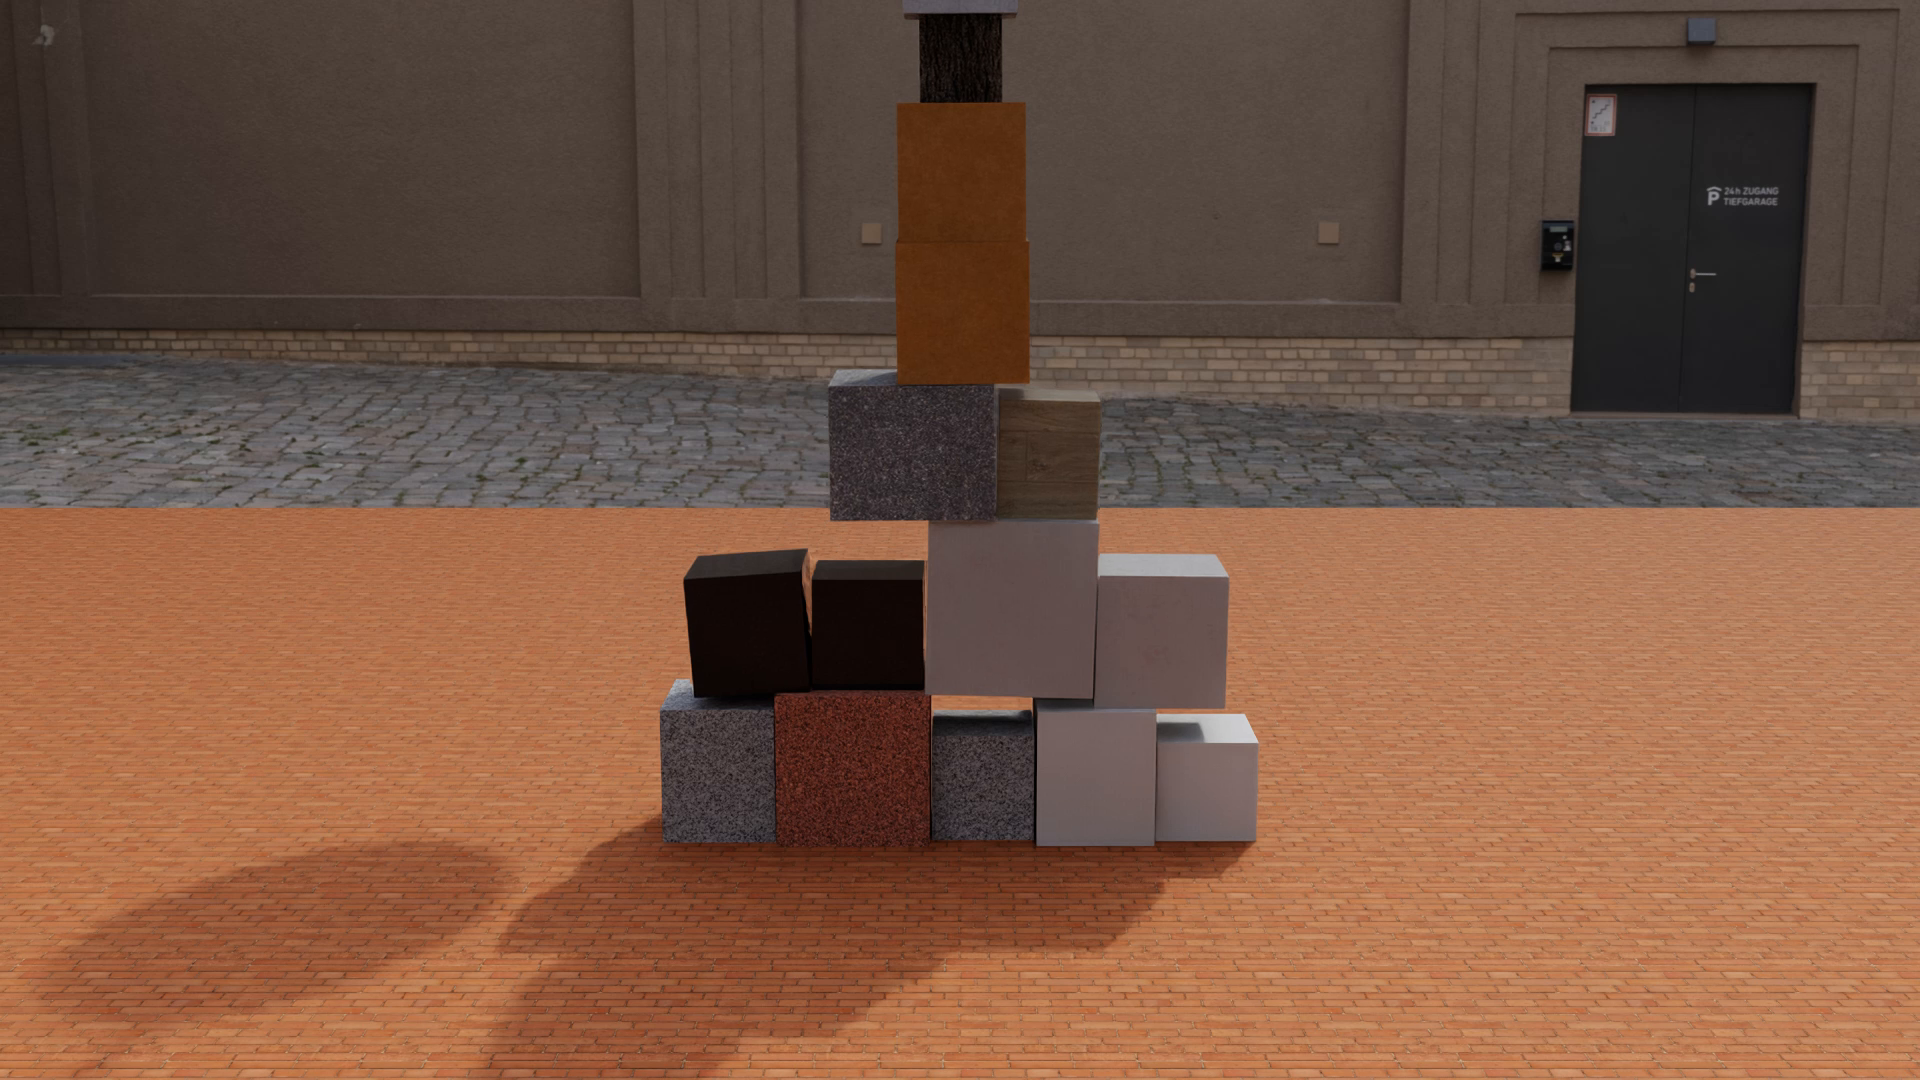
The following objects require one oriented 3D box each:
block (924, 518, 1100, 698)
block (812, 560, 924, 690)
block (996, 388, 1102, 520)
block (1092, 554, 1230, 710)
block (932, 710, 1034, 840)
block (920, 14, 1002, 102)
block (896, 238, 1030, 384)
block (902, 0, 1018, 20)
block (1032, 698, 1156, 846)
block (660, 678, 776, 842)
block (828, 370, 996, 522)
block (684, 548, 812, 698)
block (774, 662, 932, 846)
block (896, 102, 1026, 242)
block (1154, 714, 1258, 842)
[{"bbox_3d":[0.255,0.281,11.247,0.839,0.887,0.727,1,10,0],"label":"block"},{"bbox_3d":[-0.463,0.430,11.262,0.555,0.568,0.513,0,10,0],"label":"block"},{"bbox_3d":[0.438,-0.439,11.100,0.496,0.590,0.491,1,10,0],"label":"block"},{"bbox_3d":[1.006,0.460,11.270,0.658,0.678,0.600,1,10,0],"label":"block"},{"bbox_3d":[0.117,1.210,11.383,0.518,0.548,0.517,0,10,0],"label":"block"},{"bbox_3d":[0.004,-2.345,10.745,0.395,0.416,0.378,0,10,0],"label":"block"},{"bbox_3d":[0.014,-1.156,10.969,0.645,0.687,0.668,0,10,0],"label":"block"},{"bbox_3d":[0.000,-2.791,10.655,0.544,0.494,0.575,0,10,0],"label":"block"},{"bbox_3d":[0.683,1.136,11.379,0.595,0.693,0.723,0,10,0],"label":"block"},{"bbox_3d":[-1.218,1.135,11.392,0.572,0.691,0.651,0,10,0],"label":"block"},{"bbox_3d":[-0.233,-0.491,11.100,0.807,0.664,0.781,0,10,0],"label":"block"},{"bbox_3d":[-1.062,0.419,11.262,0.580,0.608,0.626,-4,10,1],"label":"block"},{"bbox_3d":[-0.537,1.094,11.371,0.770,0.778,0.752,0,10,0],"label":"block"},{"bbox_3d":[0.009,-1.817,10.845,0.616,0.659,0.545,0,10,0],"label":"block"},{"bbox_3d":[1.248,1.224,11.394,0.513,0.515,0.566,0,10,0],"label":"block"}]
